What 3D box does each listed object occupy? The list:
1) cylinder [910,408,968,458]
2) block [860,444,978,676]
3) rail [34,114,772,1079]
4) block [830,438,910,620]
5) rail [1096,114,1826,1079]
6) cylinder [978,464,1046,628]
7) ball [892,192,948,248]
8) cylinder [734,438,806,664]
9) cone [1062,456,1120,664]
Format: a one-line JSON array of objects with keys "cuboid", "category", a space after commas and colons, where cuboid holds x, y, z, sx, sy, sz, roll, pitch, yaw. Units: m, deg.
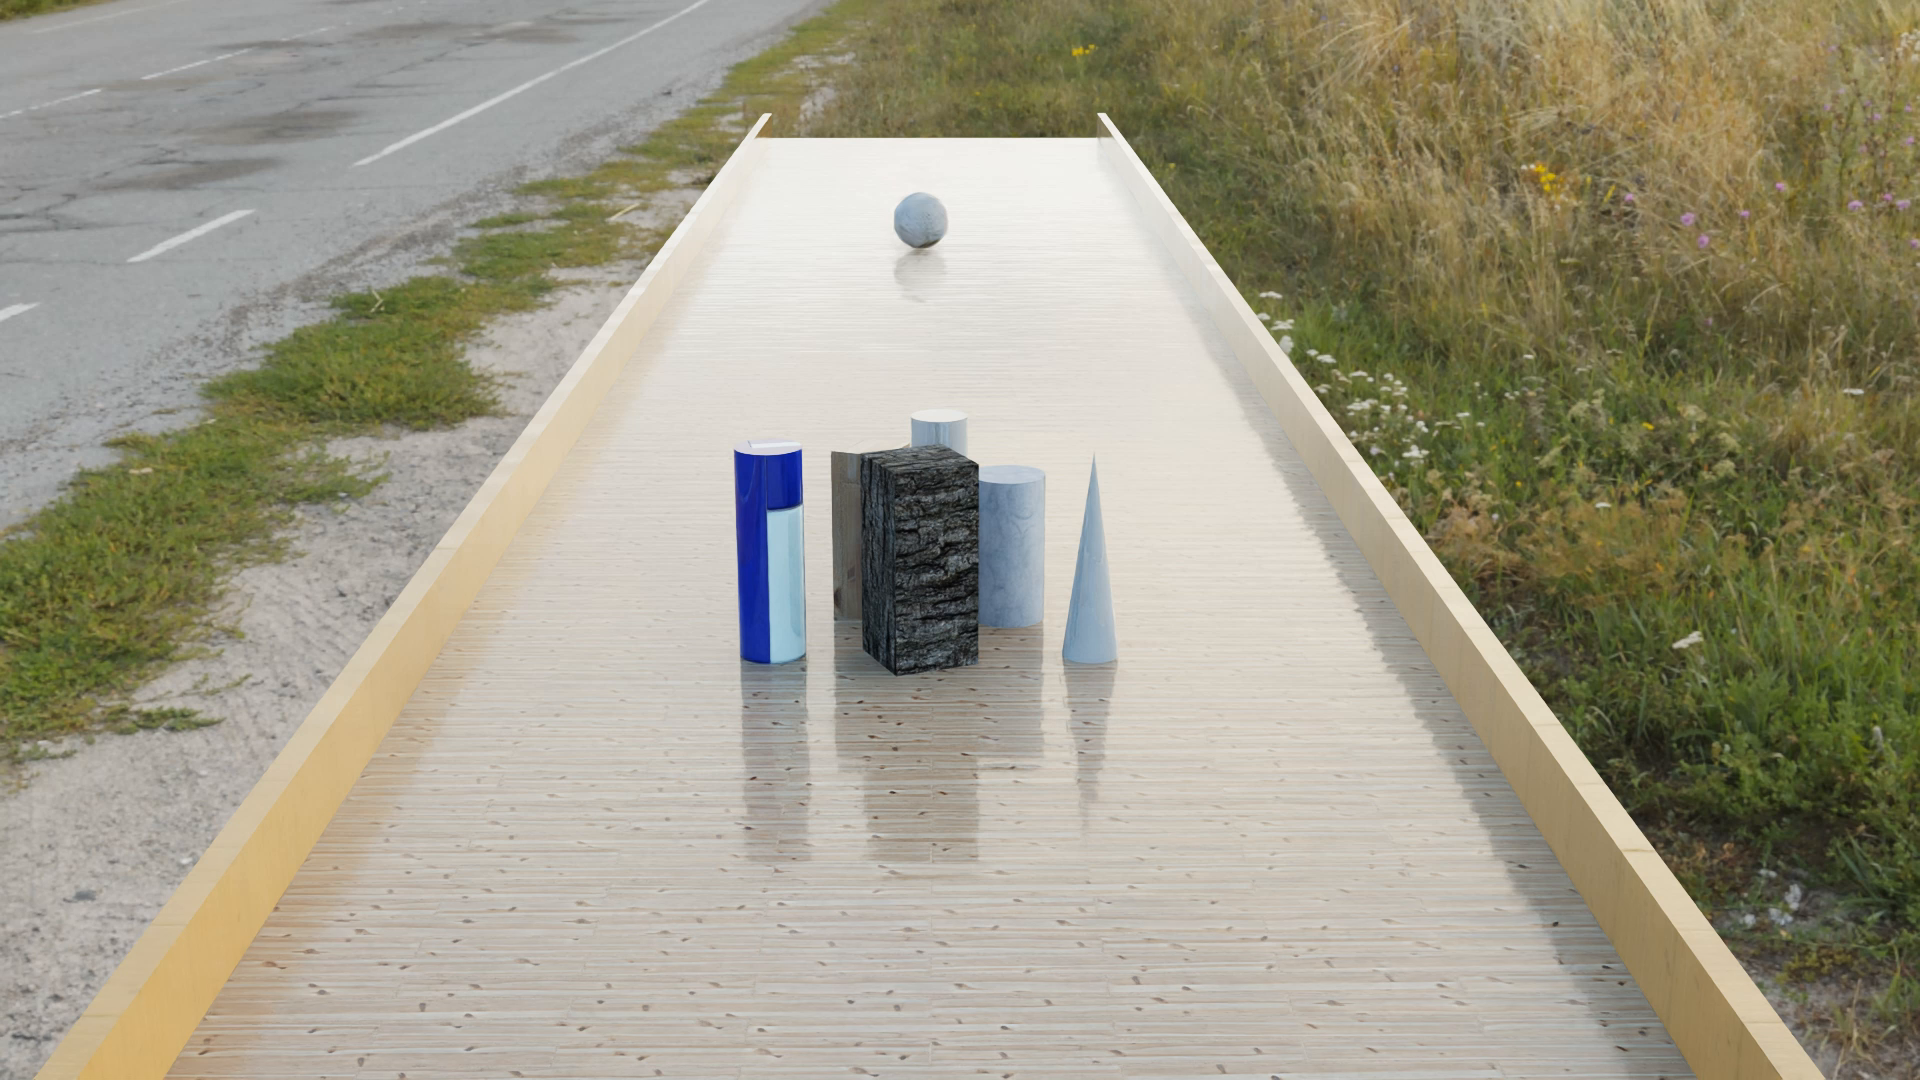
[{"cuboid": [-0.046, -0.099, 4.912, 0.126, 0.368, 0.126, 0, 17, 0], "category": "cylinder"}, {"cuboid": [-0.081, 0.037, 4.378, 0.178, 0.412, 0.178, -7, 18, -23], "category": "block"}, {"cuboid": [-1.118, -0.838, 7.780, 0.050, 0.150, 12.000, 0, 17, -1], "category": "rail"}, {"cuboid": [-0.188, -0.021, 4.663, 0.125, 0.363, 0.125, 7, 18, 22], "category": "block"}, {"cuboid": [0.932, -0.844, 7.801, 0.050, 0.150, 12.000, 0, 17, -1], "category": "rail"}, {"cuboid": [0.101, 0.012, 4.637, 0.156, 0.313, 0.156, 0, 17, 0], "category": "cylinder"}, {"cuboid": [-0.167, -1.364, 9.393, 0.240, 0.240, 0.240, 0, 17, 0], "category": "ball"}, {"cuboid": [-0.378, 0.023, 4.393, 0.135, 0.431, 0.135, 0, 17, 0], "category": "cylinder"}, {"cuboid": [0.265, 0.027, 4.393, 0.117, 0.424, 0.117, 0, 17, 0], "category": "cone"}]
